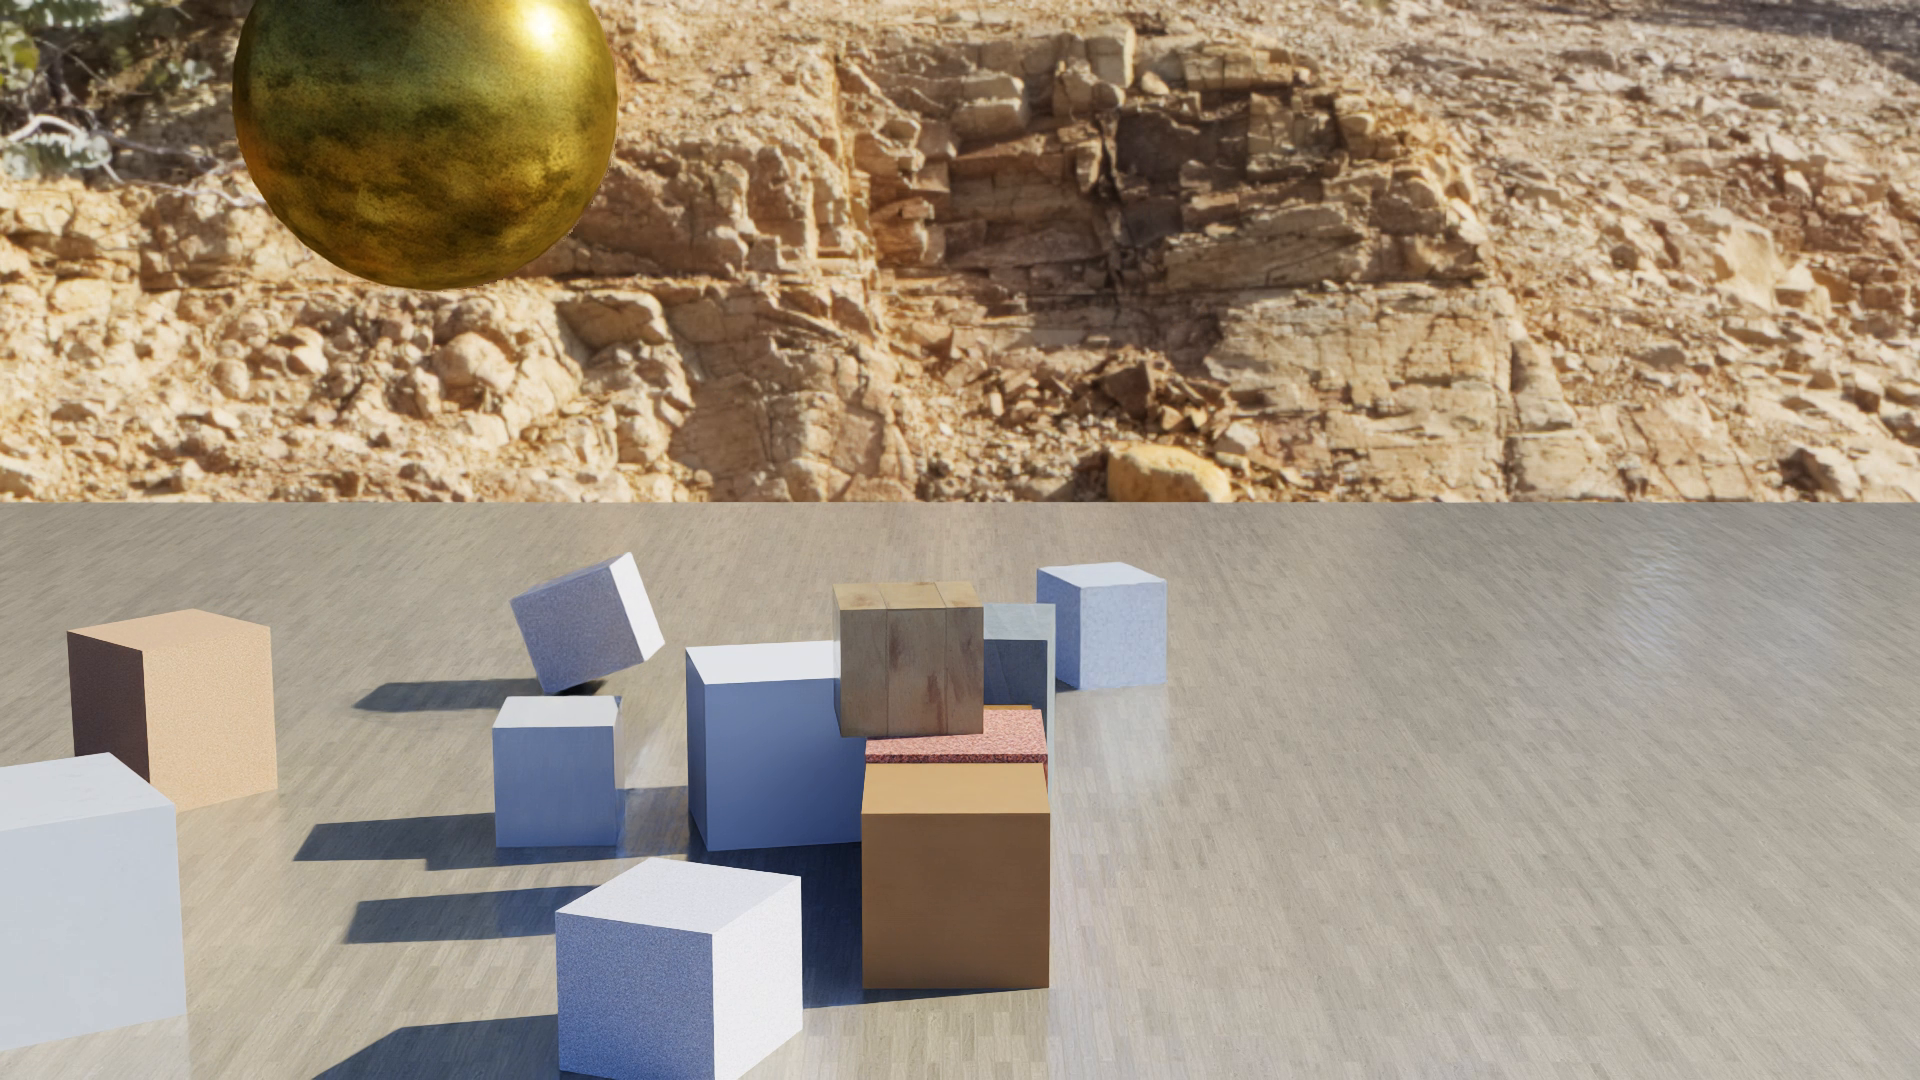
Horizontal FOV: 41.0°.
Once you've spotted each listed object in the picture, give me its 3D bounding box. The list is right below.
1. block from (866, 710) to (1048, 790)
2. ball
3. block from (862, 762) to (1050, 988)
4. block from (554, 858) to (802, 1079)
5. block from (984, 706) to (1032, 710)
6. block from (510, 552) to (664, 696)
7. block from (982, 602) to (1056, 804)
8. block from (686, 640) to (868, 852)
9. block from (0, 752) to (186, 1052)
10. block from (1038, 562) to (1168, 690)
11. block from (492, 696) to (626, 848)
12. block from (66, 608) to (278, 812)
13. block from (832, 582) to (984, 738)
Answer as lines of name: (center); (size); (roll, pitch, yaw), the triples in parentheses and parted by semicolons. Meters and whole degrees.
block: (-0.017, 1.180, 11.002); (0.753, 0.742, 0.751); (0, 10, -1)
ball: (-2.251, -1.857, 10.843); (1.600, 1.600, 1.600); (0, 10, 0)
block: (-0.019, 1.331, 10.274); (0.726, 0.706, 0.733); (0, 10, -1)
block: (-1.008, 1.566, 9.305); (0.626, 0.590, 0.693); (4, 11, 22)
block: (0.015, 1.122, 11.711); (0.633, 0.603, 0.618); (0, 10, 1)
block: (-2.142, 0.476, 14.786); (0.615, 0.579, 0.571); (-19, 6, 7)
block: (0.031, 0.825, 12.544); (0.830, 0.888, 0.836); (1, 10, 5)
block: (-0.867, 0.956, 12.114); (0.757, 0.785, 0.774); (-2, 11, -12)
block: (-3.511, 1.362, 9.771); (0.822, 0.824, 0.886); (-7, 12, -33)
block: (0.831, 0.500, 15.118); (0.549, 0.607, 0.639); (-4, 11, -21)
block: (-1.875, 1.079, 12.049); (0.549, 0.567, 0.589); (-1, 10, -3)
block: (-3.880, 0.840, 12.651); (0.676, 0.821, 0.702); (9, 14, 40)
block: (-0.230, 0.508, 11.087); (0.605, 0.551, 0.560); (-1, 10, -6)
